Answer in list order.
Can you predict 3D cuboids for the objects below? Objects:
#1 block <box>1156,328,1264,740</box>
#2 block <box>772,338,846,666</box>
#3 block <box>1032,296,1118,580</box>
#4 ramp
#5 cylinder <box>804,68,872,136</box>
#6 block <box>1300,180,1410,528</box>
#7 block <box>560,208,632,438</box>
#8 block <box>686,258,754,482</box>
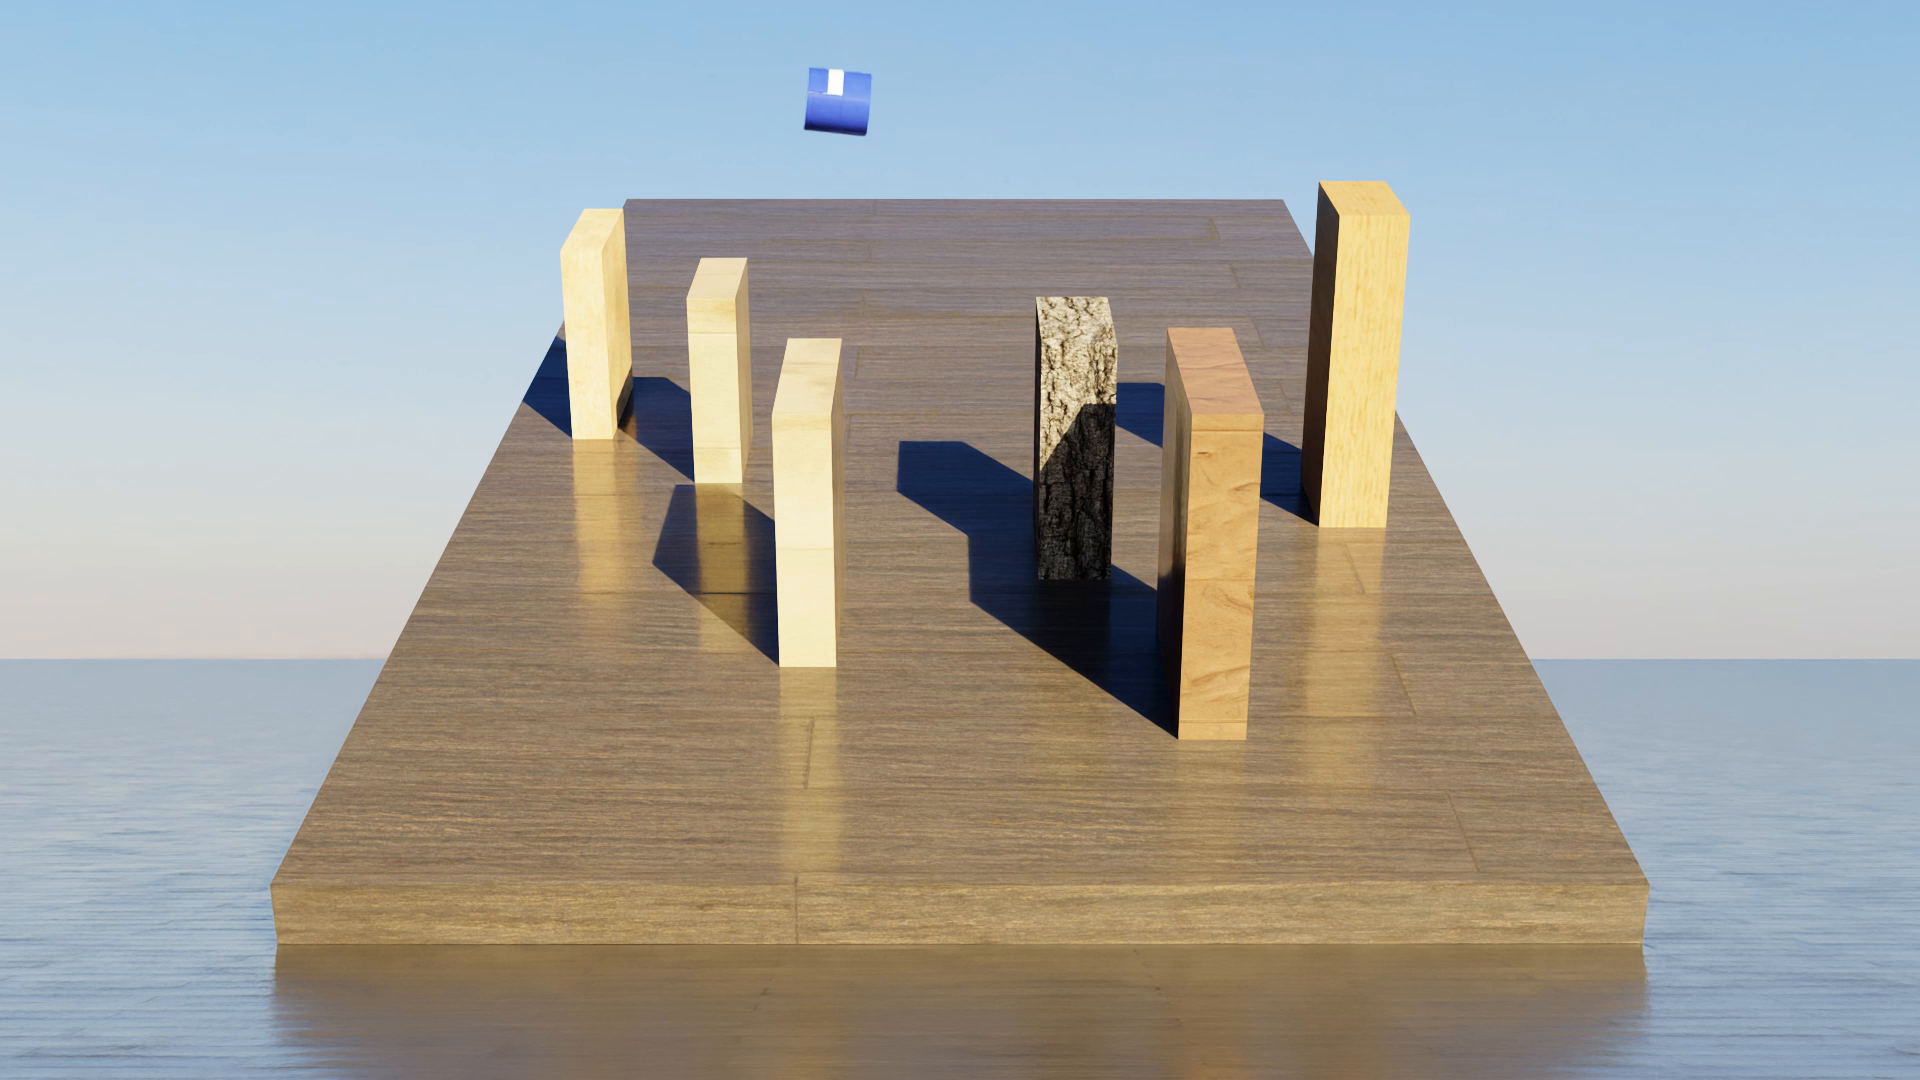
[{"bbox_3d":[0.411,-0.019,3.860,0.110,0.562,0.445,0,23,0],"label":"block"},{"bbox_3d":[-0.265,-0.074,4.115,0.098,0.463,0.419,0,23,0],"label":"block"},{"bbox_3d":[0.216,-0.198,4.413,0.138,0.465,0.300,0,23,0],"label":"block"},{"bbox_3d":[-0.007,-0.224,5.207,2.000,0.100,4.000,0,23,0],"label":"ramp"},{"bbox_3d":[-0.360,-1.288,6.779,0.183,0.183,0.183,5,-3,-6],"label":"cylinder"},{"bbox_3d":[0.784,-0.372,4.608,0.133,0.637,0.272,0,23,0],"label":"block"},{"bbox_3d":[-0.808,-0.487,5.150,0.088,0.426,0.353,0,23,0],"label":"block"},{"bbox_3d":[-0.506,-0.362,4.885,0.098,0.401,0.300,0,23,0],"label":"block"}]
